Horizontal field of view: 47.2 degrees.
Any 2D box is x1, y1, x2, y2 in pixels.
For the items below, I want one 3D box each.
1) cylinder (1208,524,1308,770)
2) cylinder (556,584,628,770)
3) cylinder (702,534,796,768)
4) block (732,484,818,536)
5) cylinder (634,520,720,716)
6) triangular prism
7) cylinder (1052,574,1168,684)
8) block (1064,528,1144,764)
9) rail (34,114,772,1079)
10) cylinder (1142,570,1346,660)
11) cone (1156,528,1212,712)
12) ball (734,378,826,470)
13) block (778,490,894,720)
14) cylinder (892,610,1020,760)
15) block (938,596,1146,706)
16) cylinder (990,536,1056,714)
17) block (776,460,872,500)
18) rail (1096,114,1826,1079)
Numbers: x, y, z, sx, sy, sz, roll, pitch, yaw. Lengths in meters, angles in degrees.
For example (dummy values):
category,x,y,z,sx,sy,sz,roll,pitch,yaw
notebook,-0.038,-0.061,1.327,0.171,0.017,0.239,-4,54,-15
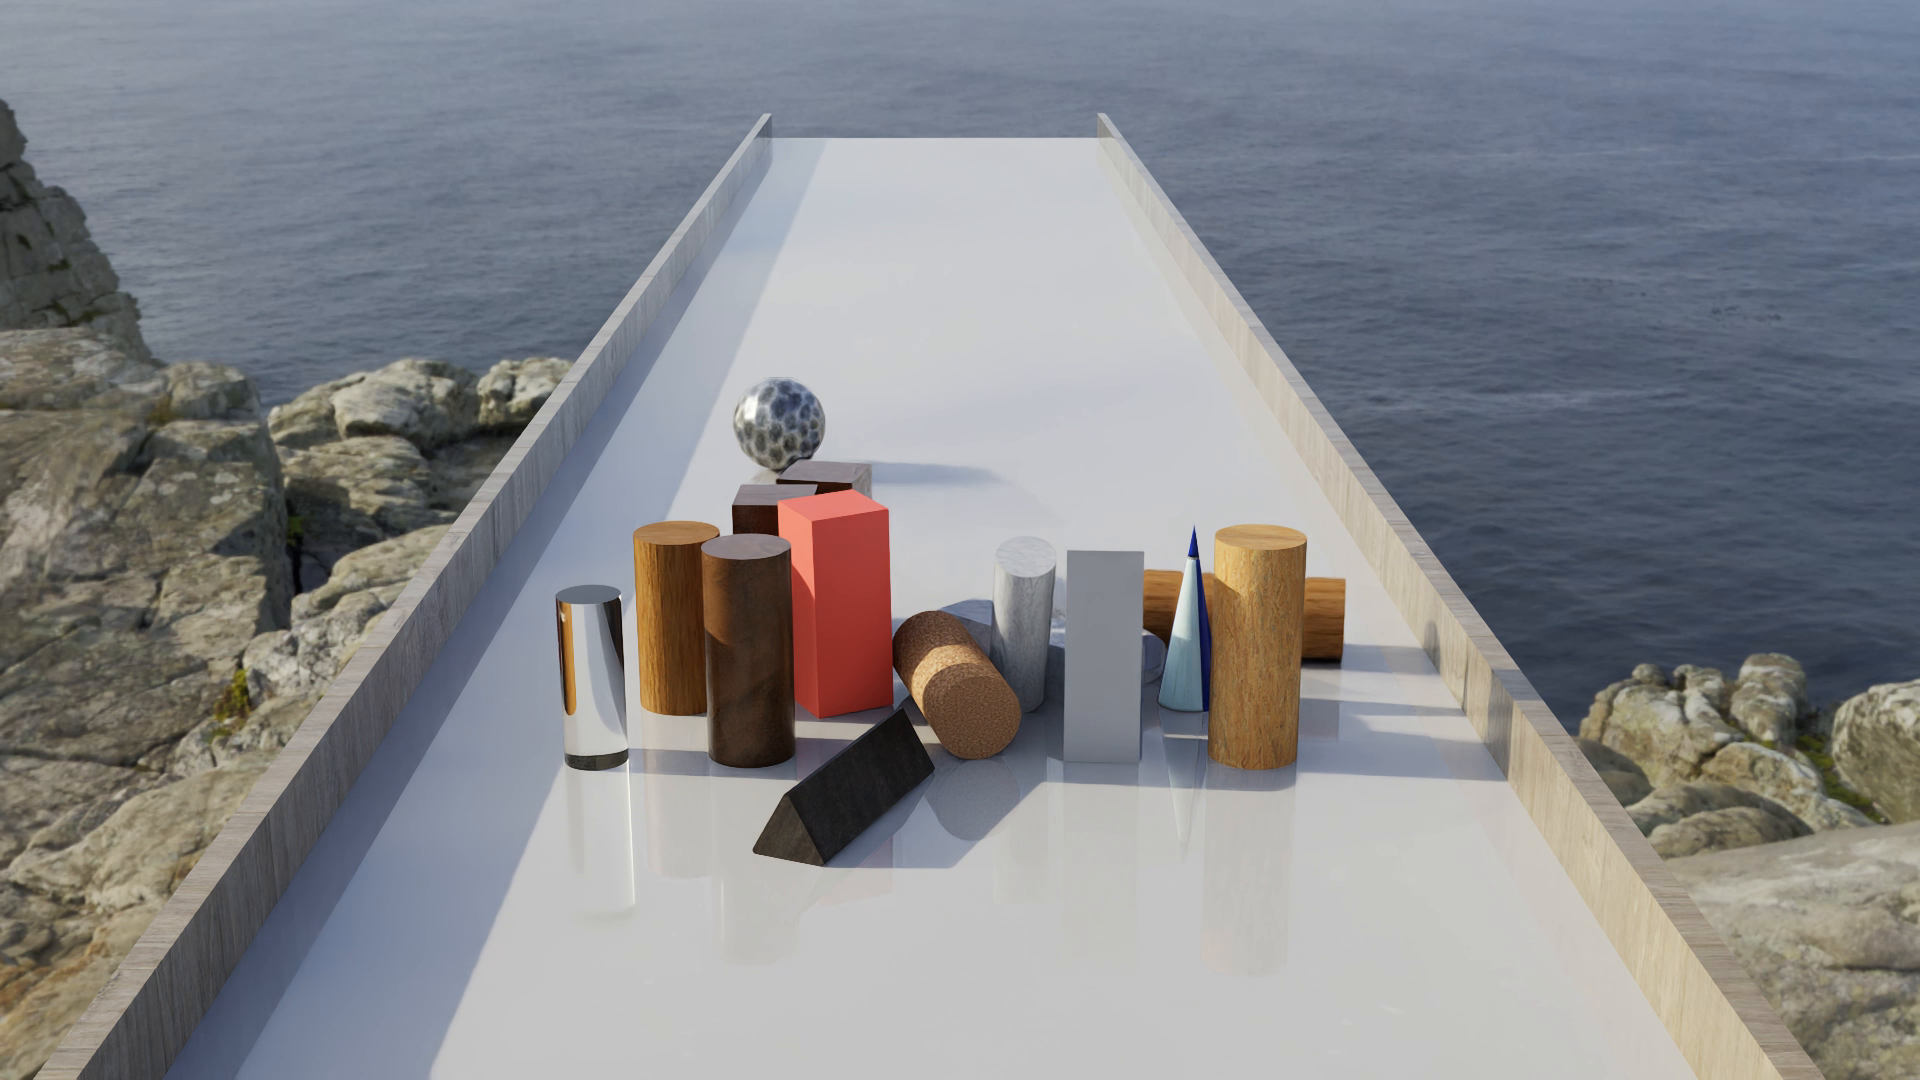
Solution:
category,x,y,z,sx,sy,sz,roll,pitch,yaw
cylinder,0.524,0.188,3.886,0.159,0.404,0.159,0,17,0
cylinder,-0.647,0.242,3.873,0.113,0.308,0.113,0,17,0
cylinder,-0.373,0.195,3.894,0.157,0.385,0.157,0,17,0
block,-0.362,0.076,4.364,0.153,0.345,0.153,0,17,1
cylinder,-0.529,0.146,4.149,0.160,0.334,0.160,0,17,0
triangular prism,-0.189,0.400,3.678,0.127,0.110,0.425,7,18,23
cylinder,0.271,0.174,4.464,0.100,0.100,0.443,-7,18,-23
block,0.254,0.188,3.907,0.133,0.392,0.133,1,17,3
rail,-1.118,-0.838,7.780,0.050,0.150,12.000,0,17,-1
cylinder,0.567,0.151,4.437,0.408,0.163,0.163,3,17,9
cone,0.436,0.139,4.143,0.122,0.352,0.122,0,17,0
ball,-0.478,-0.307,5.831,0.244,0.244,0.244,0,17,0
block,-0.234,0.119,4.147,0.155,0.385,0.155,-10,19,-26
cylinder,-0.013,0.263,4.067,0.157,0.157,0.377,-4,17,-13
block,0.152,0.224,4.273,0.438,0.115,0.115,15,23,42
cylinder,0.113,0.159,4.053,0.110,0.352,0.110,1,42,-1
block,-0.278,0.022,4.555,0.159,0.340,0.159,4,17,12
rail,0.932,-0.844,7.801,0.050,0.150,12.000,0,17,-1
